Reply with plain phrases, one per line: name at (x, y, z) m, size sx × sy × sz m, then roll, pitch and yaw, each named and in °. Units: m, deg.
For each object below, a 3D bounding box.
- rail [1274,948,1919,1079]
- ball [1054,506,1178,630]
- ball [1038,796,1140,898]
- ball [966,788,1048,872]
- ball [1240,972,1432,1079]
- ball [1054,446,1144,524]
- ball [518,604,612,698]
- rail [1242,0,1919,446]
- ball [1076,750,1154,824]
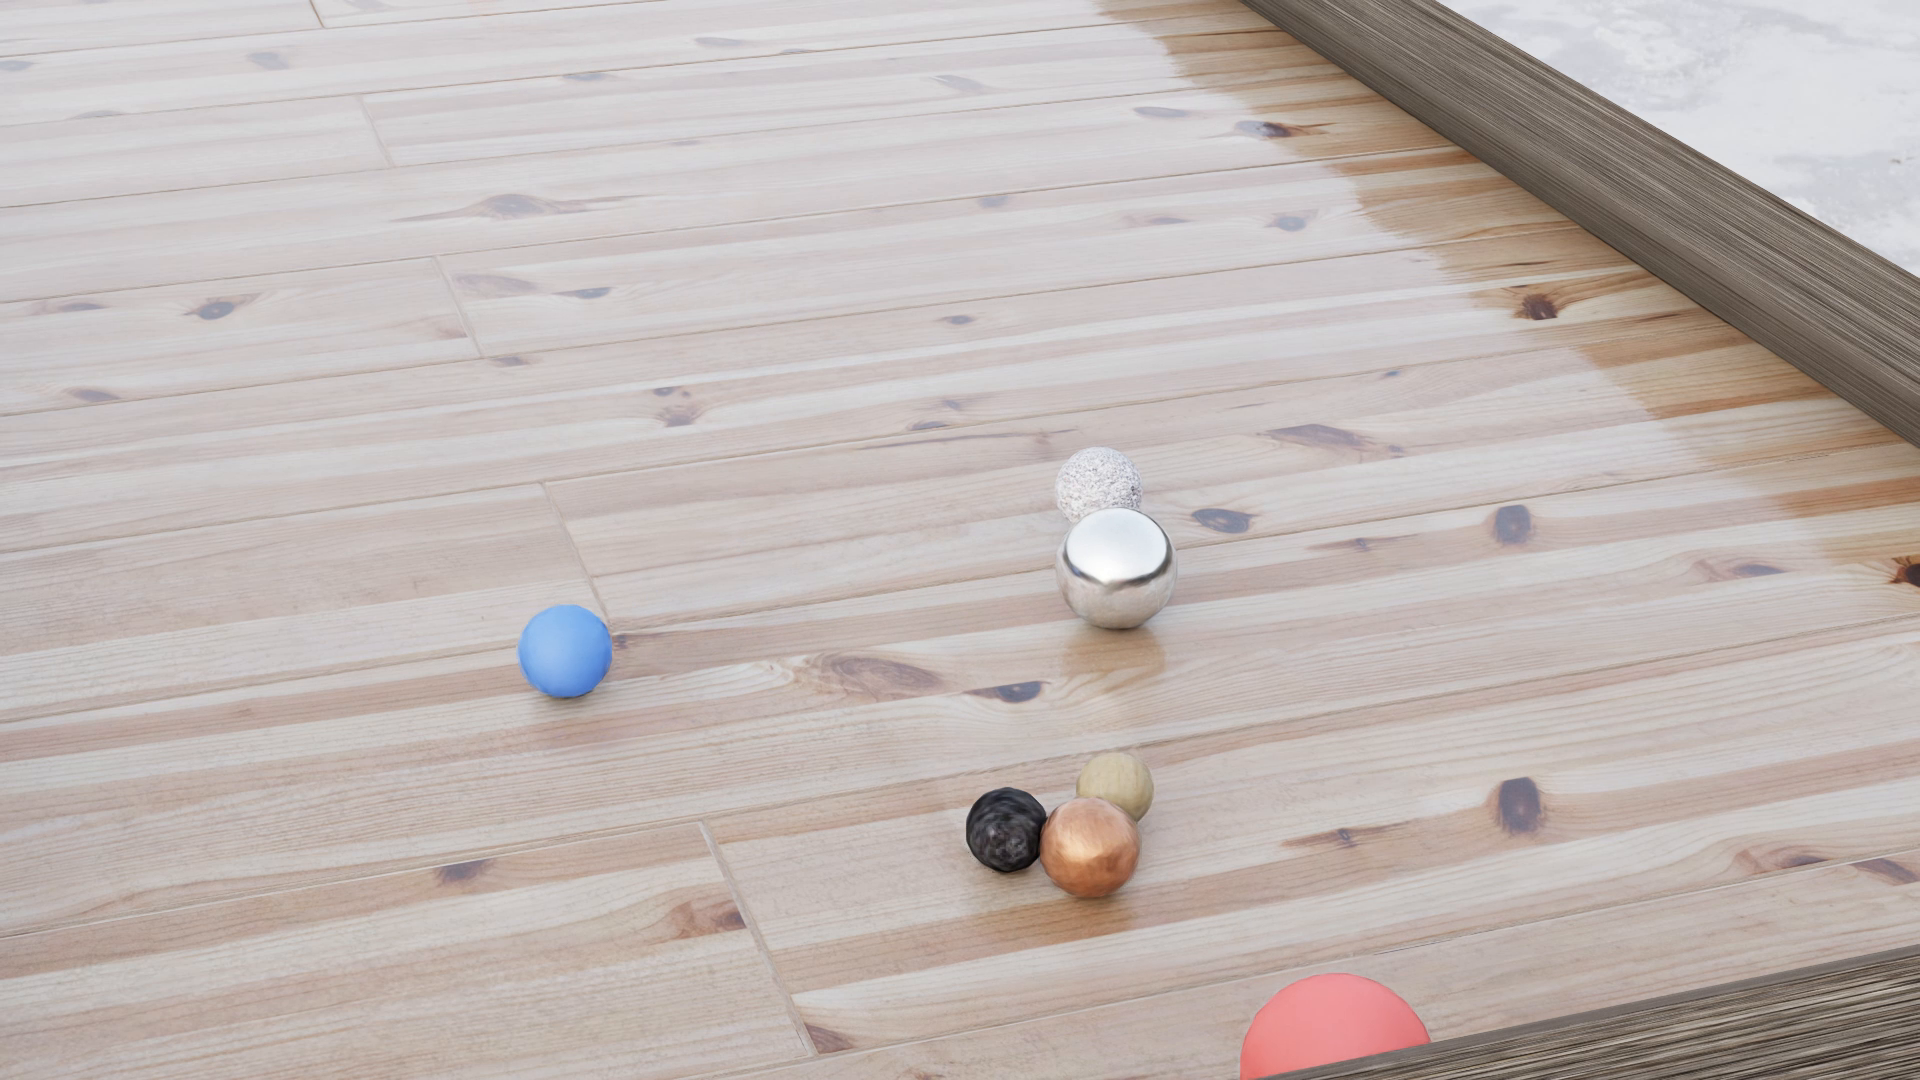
rail at (0.226, 0.271, 1.371) m, size 1.515 × 0.124 × 0.045 m, roll -8°, pitch 27°, yaw -16°
ball at (0.103, 0.018, 1.943) m, size 0.081 × 0.081 × 0.081 m, roll 0°, pitch 26°, yaw 0°
ball at (0.073, 0.172, 1.653) m, size 0.057 × 0.057 × 0.057 m, roll 0°, pitch 26°, yaw 0°
ball at (0.027, 0.165, 1.678) m, size 0.048 × 0.048 × 0.048 m, roll 0°, pitch 26°, yaw 0°
ball at (0.184, 0.259, 1.431) m, size 0.096 × 0.096 × 0.096 m, roll 0°, pitch 26°, yaw 0°
ball at (0.098, -0.035, 2.074) m, size 0.062 × 0.062 × 0.062 m, roll 0°, pitch 26°, yaw 0°
ball at (-0.250, 0.070, 1.862) m, size 0.059 × 0.059 × 0.059 m, roll 0°, pitch 26°, yaw 0°
rail at (0.464, -0.441, 2.838) m, size 0.045 × 0.124 × 2.997 m, roll -8°, pitch 27°, yaw -16°
ball at (0.091, 0.146, 1.721) m, size 0.046 × 0.046 × 0.046 m, roll 0°, pitch 26°, yaw 0°
